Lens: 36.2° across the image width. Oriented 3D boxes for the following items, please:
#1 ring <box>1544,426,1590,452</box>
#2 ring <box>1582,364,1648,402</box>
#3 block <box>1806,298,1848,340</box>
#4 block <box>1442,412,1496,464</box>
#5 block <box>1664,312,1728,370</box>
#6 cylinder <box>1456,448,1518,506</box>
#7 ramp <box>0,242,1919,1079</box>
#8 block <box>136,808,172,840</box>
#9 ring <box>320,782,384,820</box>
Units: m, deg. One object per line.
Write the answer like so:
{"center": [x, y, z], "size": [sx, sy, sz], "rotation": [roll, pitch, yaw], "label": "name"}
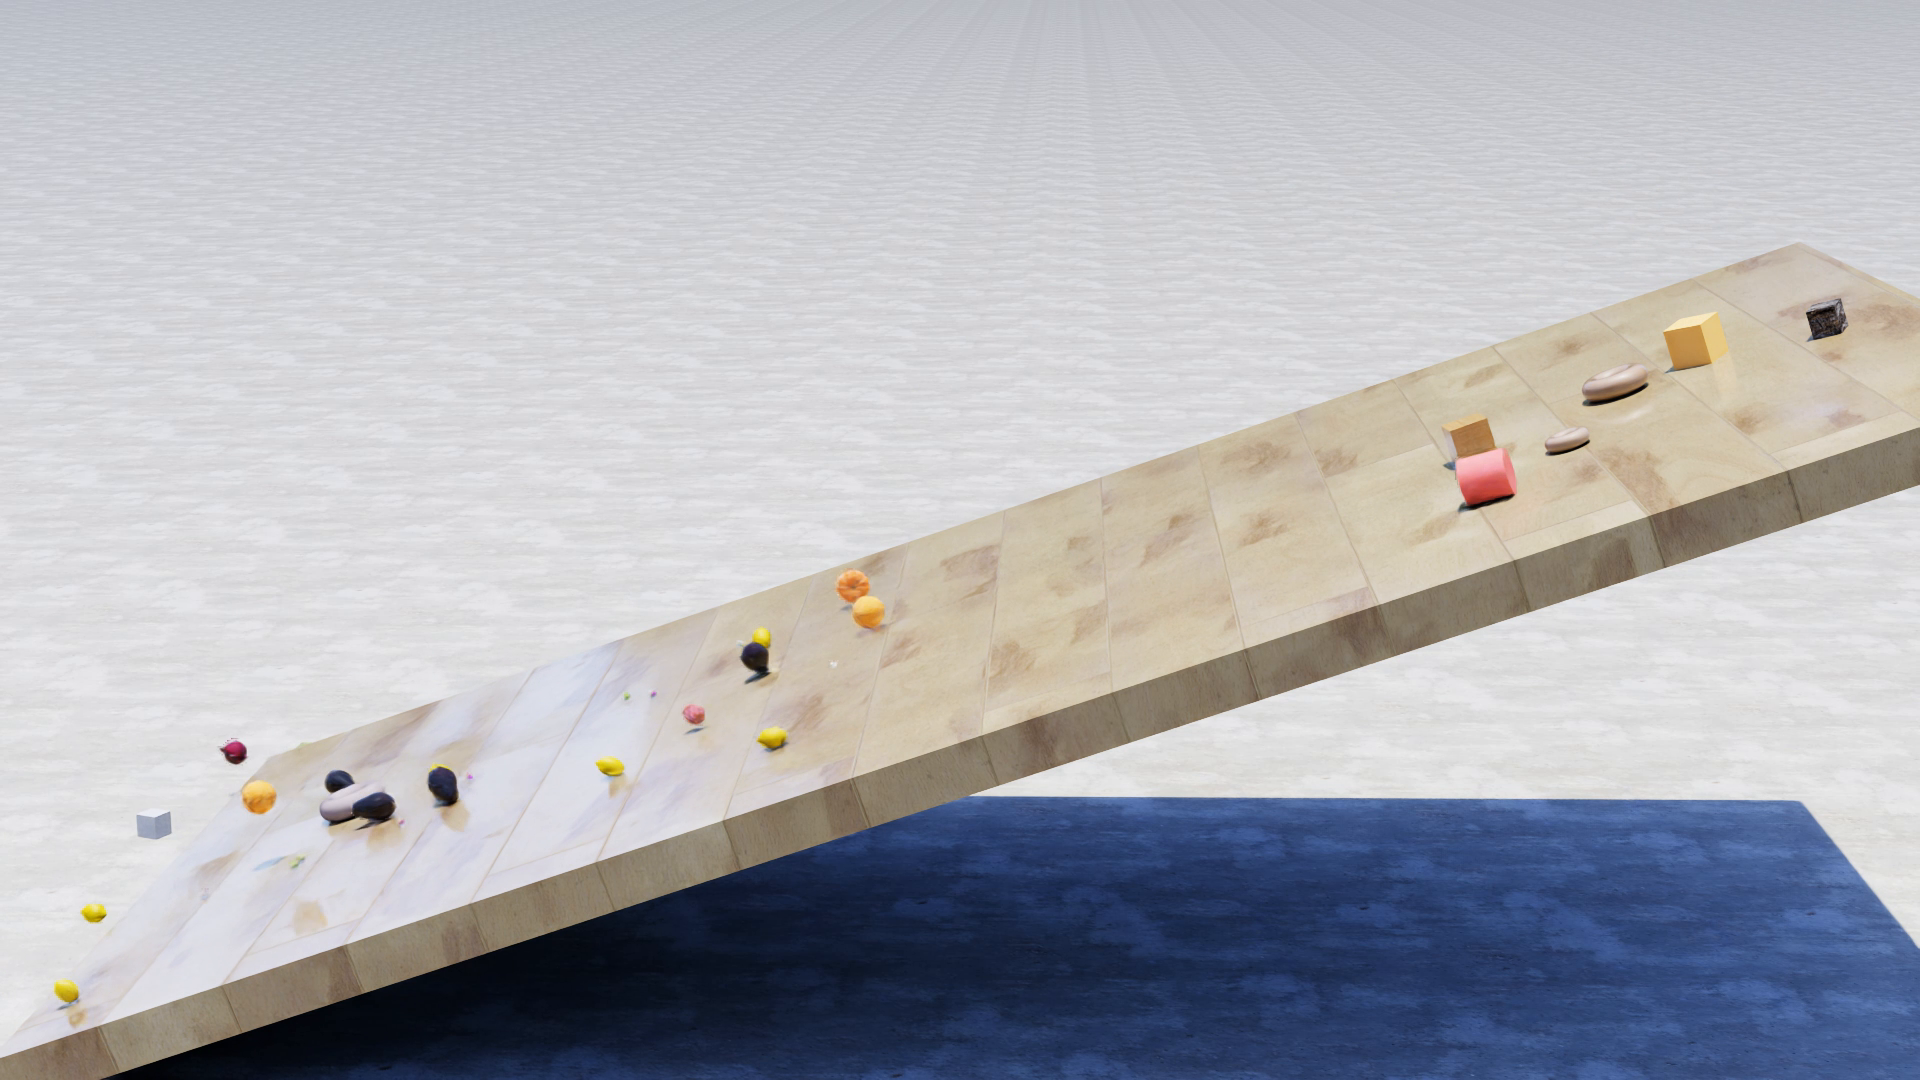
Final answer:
{"center": [1.213, -0.200, 5.876], "size": [0.093, 0.031, 0.093], "rotation": [-21, 7, 3], "label": "ring"}
{"center": [1.376, -0.331, 6.179], "size": [0.143, 0.048, 0.143], "rotation": [-21, 8, 3], "label": "ring"}
{"center": [1.781, -0.454, 6.040], "size": [0.060, 0.060, 0.060], "rotation": [-13, 13, 33], "label": "block"}
{"center": [1.049, -0.206, 6.057], "size": [0.080, 0.080, 0.080], "rotation": [-20, 11, 0], "label": "block"}
{"center": [1.552, -0.419, 6.201], "size": [0.087, 0.087, 0.087], "rotation": [-10, 15, 42], "label": "block"}
{"center": [1.017, -0.122, 5.679], "size": [0.092, 0.092, 0.092], "rotation": [-15, 7, 21], "label": "cylinder"}
{"center": [0.110, 0.179, 6.302], "size": [4.000, 0.100, 2.000], "rotation": [-19, 11, 6], "label": "ramp"}
{"center": [-1.961, 0.690, 7.156], "size": [0.057, 0.057, 0.057], "rotation": [6, 14, 25], "label": "block"}
{"center": [-1.345, 0.578, 6.510], "size": [0.150, 0.050, 0.150], "rotation": [-19, 10, 3], "label": "ring"}
